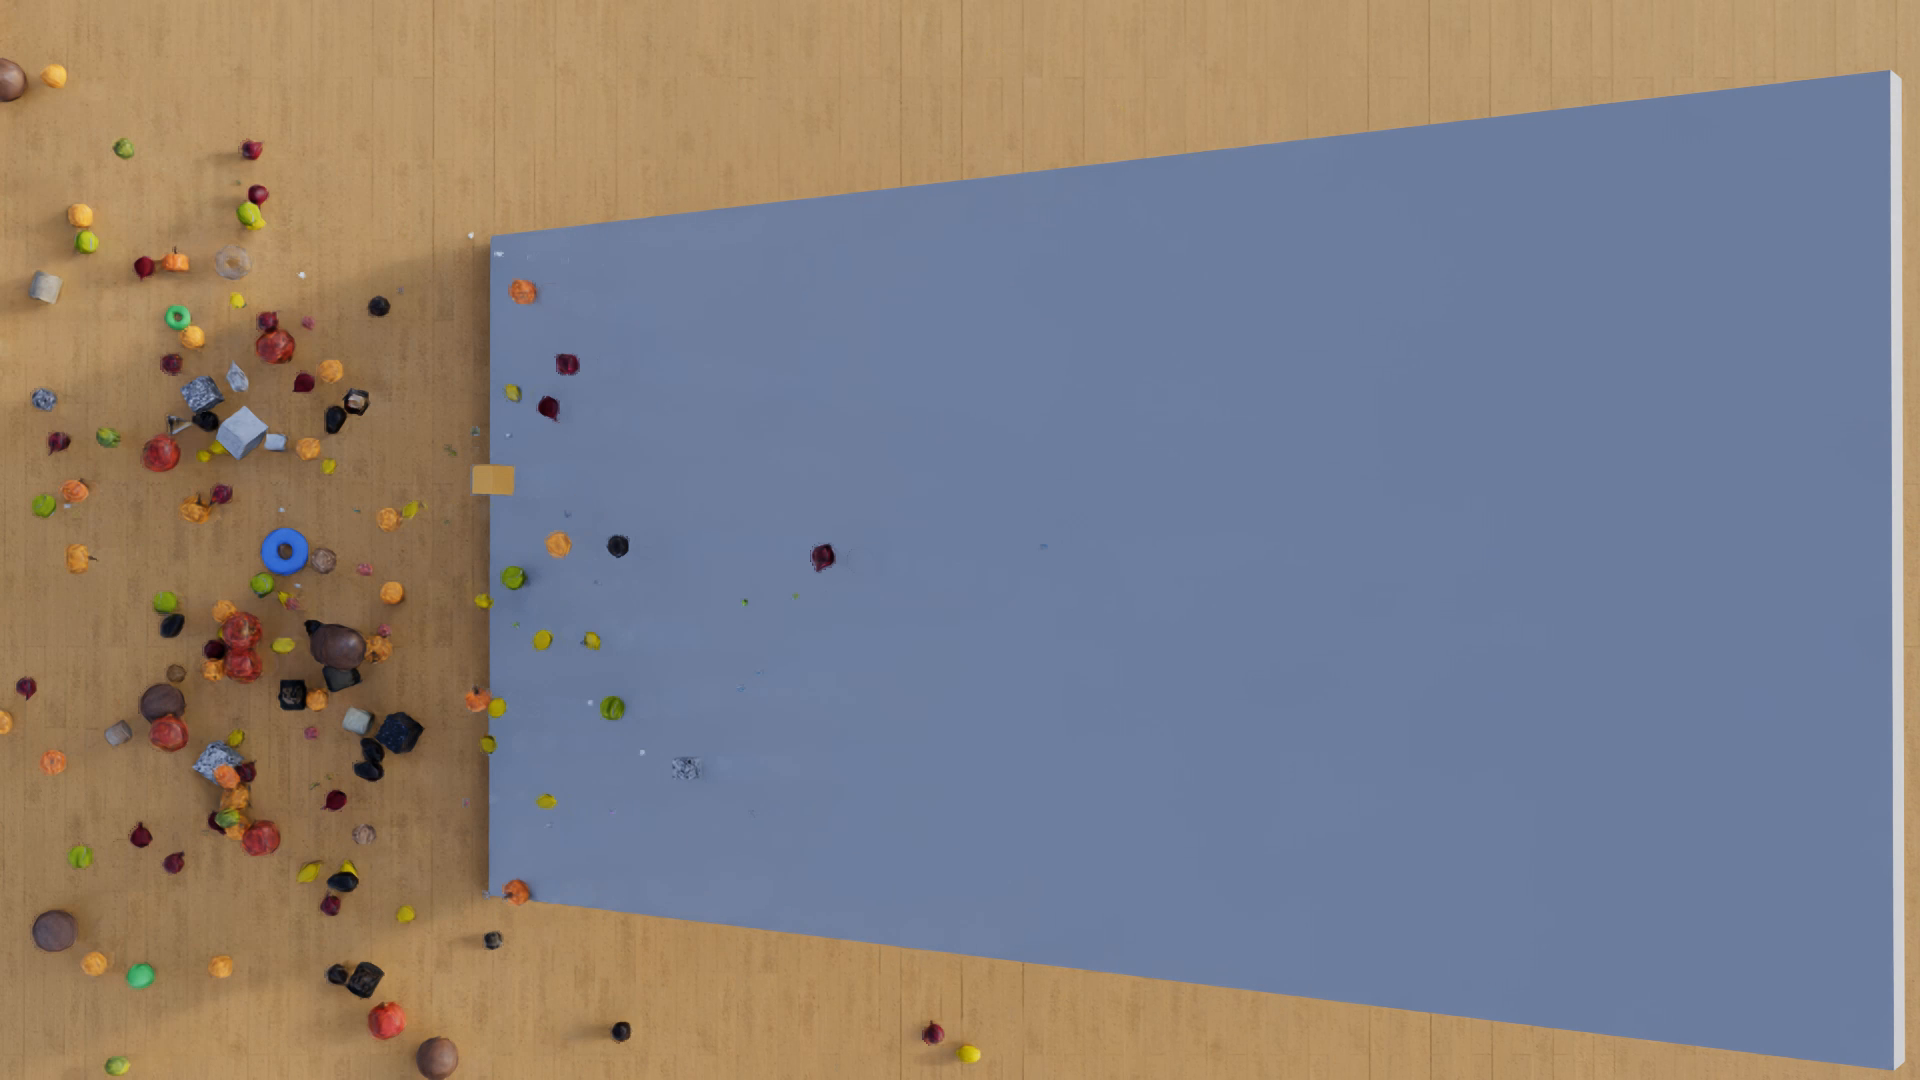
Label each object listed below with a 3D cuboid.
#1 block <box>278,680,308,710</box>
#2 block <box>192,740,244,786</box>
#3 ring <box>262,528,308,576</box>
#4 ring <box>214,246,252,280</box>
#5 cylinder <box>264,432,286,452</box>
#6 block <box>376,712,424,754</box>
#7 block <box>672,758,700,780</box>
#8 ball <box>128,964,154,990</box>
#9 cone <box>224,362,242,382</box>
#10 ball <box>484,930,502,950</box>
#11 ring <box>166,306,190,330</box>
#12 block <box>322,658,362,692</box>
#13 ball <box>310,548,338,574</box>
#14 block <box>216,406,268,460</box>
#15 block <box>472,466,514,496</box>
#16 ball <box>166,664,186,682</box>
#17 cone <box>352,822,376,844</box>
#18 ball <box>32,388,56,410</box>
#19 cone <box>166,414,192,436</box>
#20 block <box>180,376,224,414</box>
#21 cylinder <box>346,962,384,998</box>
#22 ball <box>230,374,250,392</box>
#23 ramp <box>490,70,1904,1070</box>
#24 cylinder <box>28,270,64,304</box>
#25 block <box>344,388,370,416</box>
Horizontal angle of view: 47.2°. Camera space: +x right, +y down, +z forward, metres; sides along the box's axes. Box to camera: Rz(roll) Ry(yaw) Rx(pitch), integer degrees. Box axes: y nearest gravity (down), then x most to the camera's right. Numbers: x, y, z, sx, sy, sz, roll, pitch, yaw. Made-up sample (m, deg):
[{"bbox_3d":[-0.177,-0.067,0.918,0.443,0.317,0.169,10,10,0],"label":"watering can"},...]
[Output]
[{"bbox_3d":[-2.030,0.473,6.693,0.066,0.066,0.066,-1,51,-5],"label":"block"},{"bbox_3d":[-2.259,0.678,6.701,0.093,0.093,0.093,35,90,0],"label":"block"},{"bbox_3d":[-2.065,0.035,6.728,0.146,0.049,0.146,0,88,1],"label":"ring"},{"bbox_3d":[-2.223,-0.849,6.723,0.109,0.036,0.109,-7,118,-13],"label":"ring"},{"bbox_3d":[-2.089,-0.298,6.712,0.053,0.053,0.053,-11,89,-30],"label":"cylinder"},{"bbox_3d":[-1.694,0.584,6.649,0.086,0.086,0.086,34,99,13],"label":"block"},{"bbox_3d":[-0.769,0.642,6.177,0.055,0.055,0.055,-3,88,35],"label":"block"},{"bbox_3d":[-2.497,1.329,6.703,0.078,0.078,0.078,0,90,0],"label":"ball"},{"bbox_3d":[-2.224,-0.524,6.742,0.059,0.059,0.059,-13,63,0],"label":"cone"},{"bbox_3d":[-1.425,1.222,6.715,0.055,0.055,0.055,0,90,0],"label":"ball"},{"bbox_3d":[-2.399,-0.682,6.745,0.077,0.026,0.077,0,92,3],"label":"ring"},{"bbox_3d":[-1.887,0.412,6.709,0.080,0.080,0.080,-20,90,0],"label":"block"},{"bbox_3d":[-1.943,0.063,6.713,0.079,0.079,0.079,0,90,0],"label":"ball"},{"bbox_3d":[-2.184,-0.325,6.685,0.096,0.096,0.096,43,49,-2],"label":"block"},{"bbox_3d":[-1.401,-0.180,6.602,0.085,0.085,0.085,4,92,35],"label":"block"},{"bbox_3d":[-2.397,0.409,6.721,0.056,0.056,0.056,0,90,0],"label":"ball"},{"bbox_3d":[-1.813,0.877,6.688,0.072,0.072,0.072,6,50,-8],"label":"cone"},{"bbox_3d":[-2.800,-0.429,6.722,0.068,0.068,0.068,0,90,0],"label":"ball"},{"bbox_3d":[-2.389,-0.355,6.739,0.073,0.073,0.073,-7,89,-27],"label":"cone"},{"bbox_3d":[-2.314,-0.444,6.715,0.082,0.082,0.082,-32,90,0],"label":"block"},{"bbox_3d":[-1.812,1.340,6.699,0.081,0.081,0.081,31,92,0],"label":"cylinder"},{"bbox_3d":[-2.200,-0.478,6.715,0.056,0.056,0.056,0,90,0],"label":"ball"},{"bbox_3d":[0.247,0.068,5.573,4.000,0.100,2.000,0,89,35],"label":"ramp"},{"bbox_3d":[-2.792,-0.772,6.715,0.081,0.081,0.081,16,86,0],"label":"cylinder"},{"bbox_3d":[-1.838,-0.421,6.697,0.053,0.053,0.053,11,132,11],"label":"block"}]
